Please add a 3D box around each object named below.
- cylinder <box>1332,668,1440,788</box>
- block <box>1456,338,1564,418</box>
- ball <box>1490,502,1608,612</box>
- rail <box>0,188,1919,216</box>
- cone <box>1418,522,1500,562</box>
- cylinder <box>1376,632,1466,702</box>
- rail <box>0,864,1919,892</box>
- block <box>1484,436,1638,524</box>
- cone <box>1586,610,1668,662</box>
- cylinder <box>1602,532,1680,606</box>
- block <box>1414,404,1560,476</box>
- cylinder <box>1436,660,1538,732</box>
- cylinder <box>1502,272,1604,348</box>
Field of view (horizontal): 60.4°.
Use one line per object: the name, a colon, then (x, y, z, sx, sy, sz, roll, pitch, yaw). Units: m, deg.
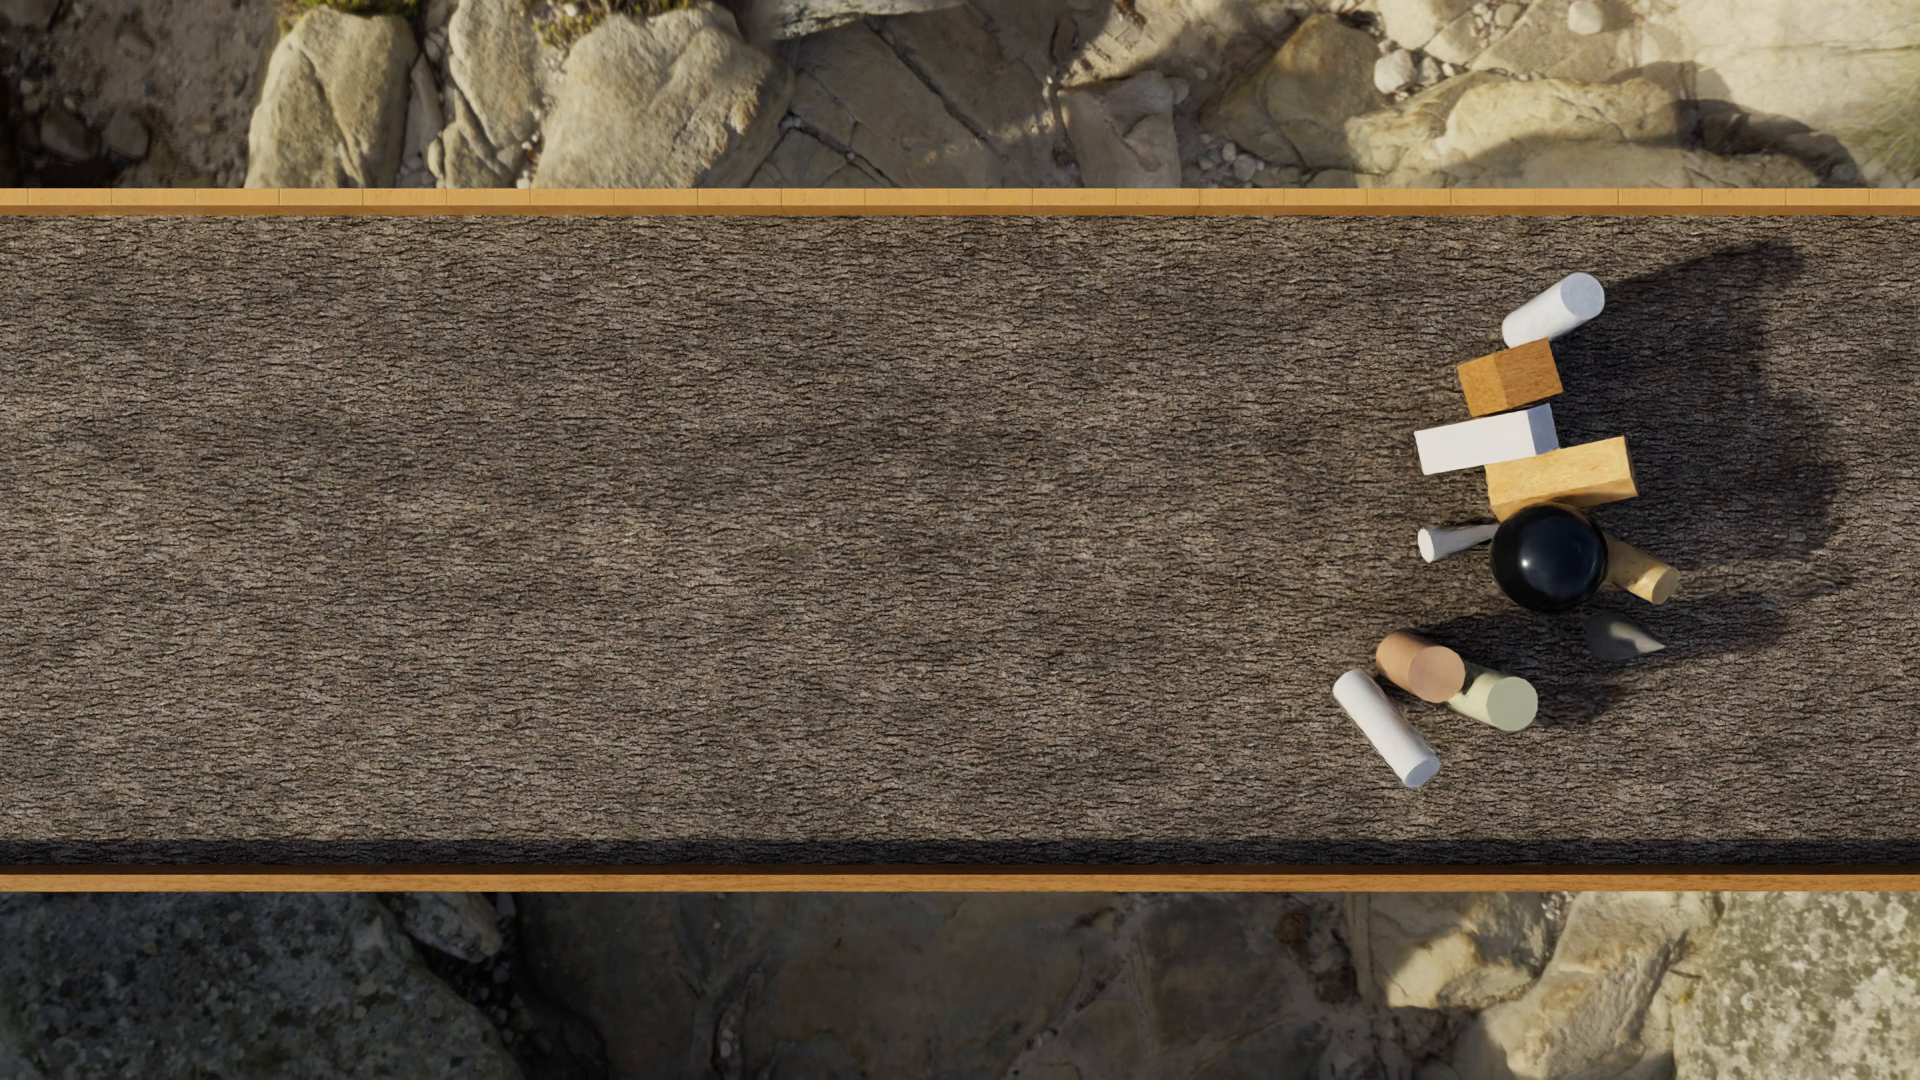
cylinder: (1.266, 0.554, 4.909, 0.124, 0.124, 0.374, -33, 50, 0)
block: (1.631, -0.480, 4.908, 0.165, 0.336, 0.165, -17, 90, -1)
ball: (1.720, 0.049, 4.820, 0.326, 0.326, 0.326, 0, 90, 0)
rail: (-2.247, -1.025, 5.002, 12.000, 0.150, 0.050, 0, 90, 0)
cone: (1.607, -0.024, 5.050, 0.389, 0.104, 0.104, -12, 90, -8)
cylinder: (1.367, 0.375, 4.908, 0.165, 0.324, 0.165, 0, 94, -2)
rail: (-2.247, 1.025, 5.001, 12.000, 0.150, 0.050, 0, 90, 0)
block: (1.786, -0.177, 4.907, 0.396, 0.136, 0.136, -13, 61, 26)
cone: (2.005, 0.300, 4.878, 0.158, 0.394, 0.158, 0, 91, -1)
cylinder: (1.973, 0.070, 4.923, 0.122, 0.308, 0.122, -19, 126, -28)
block: (1.556, -0.297, 4.884, 0.134, 0.374, 0.134, -15, 93, -41)
cylinder: (1.535, 0.451, 4.863, 0.155, 0.409, 0.155, 0, 94, -7)
cylinder: (1.757, -0.669, 4.896, 0.140, 0.335, 0.140, 2, 78, -11)
